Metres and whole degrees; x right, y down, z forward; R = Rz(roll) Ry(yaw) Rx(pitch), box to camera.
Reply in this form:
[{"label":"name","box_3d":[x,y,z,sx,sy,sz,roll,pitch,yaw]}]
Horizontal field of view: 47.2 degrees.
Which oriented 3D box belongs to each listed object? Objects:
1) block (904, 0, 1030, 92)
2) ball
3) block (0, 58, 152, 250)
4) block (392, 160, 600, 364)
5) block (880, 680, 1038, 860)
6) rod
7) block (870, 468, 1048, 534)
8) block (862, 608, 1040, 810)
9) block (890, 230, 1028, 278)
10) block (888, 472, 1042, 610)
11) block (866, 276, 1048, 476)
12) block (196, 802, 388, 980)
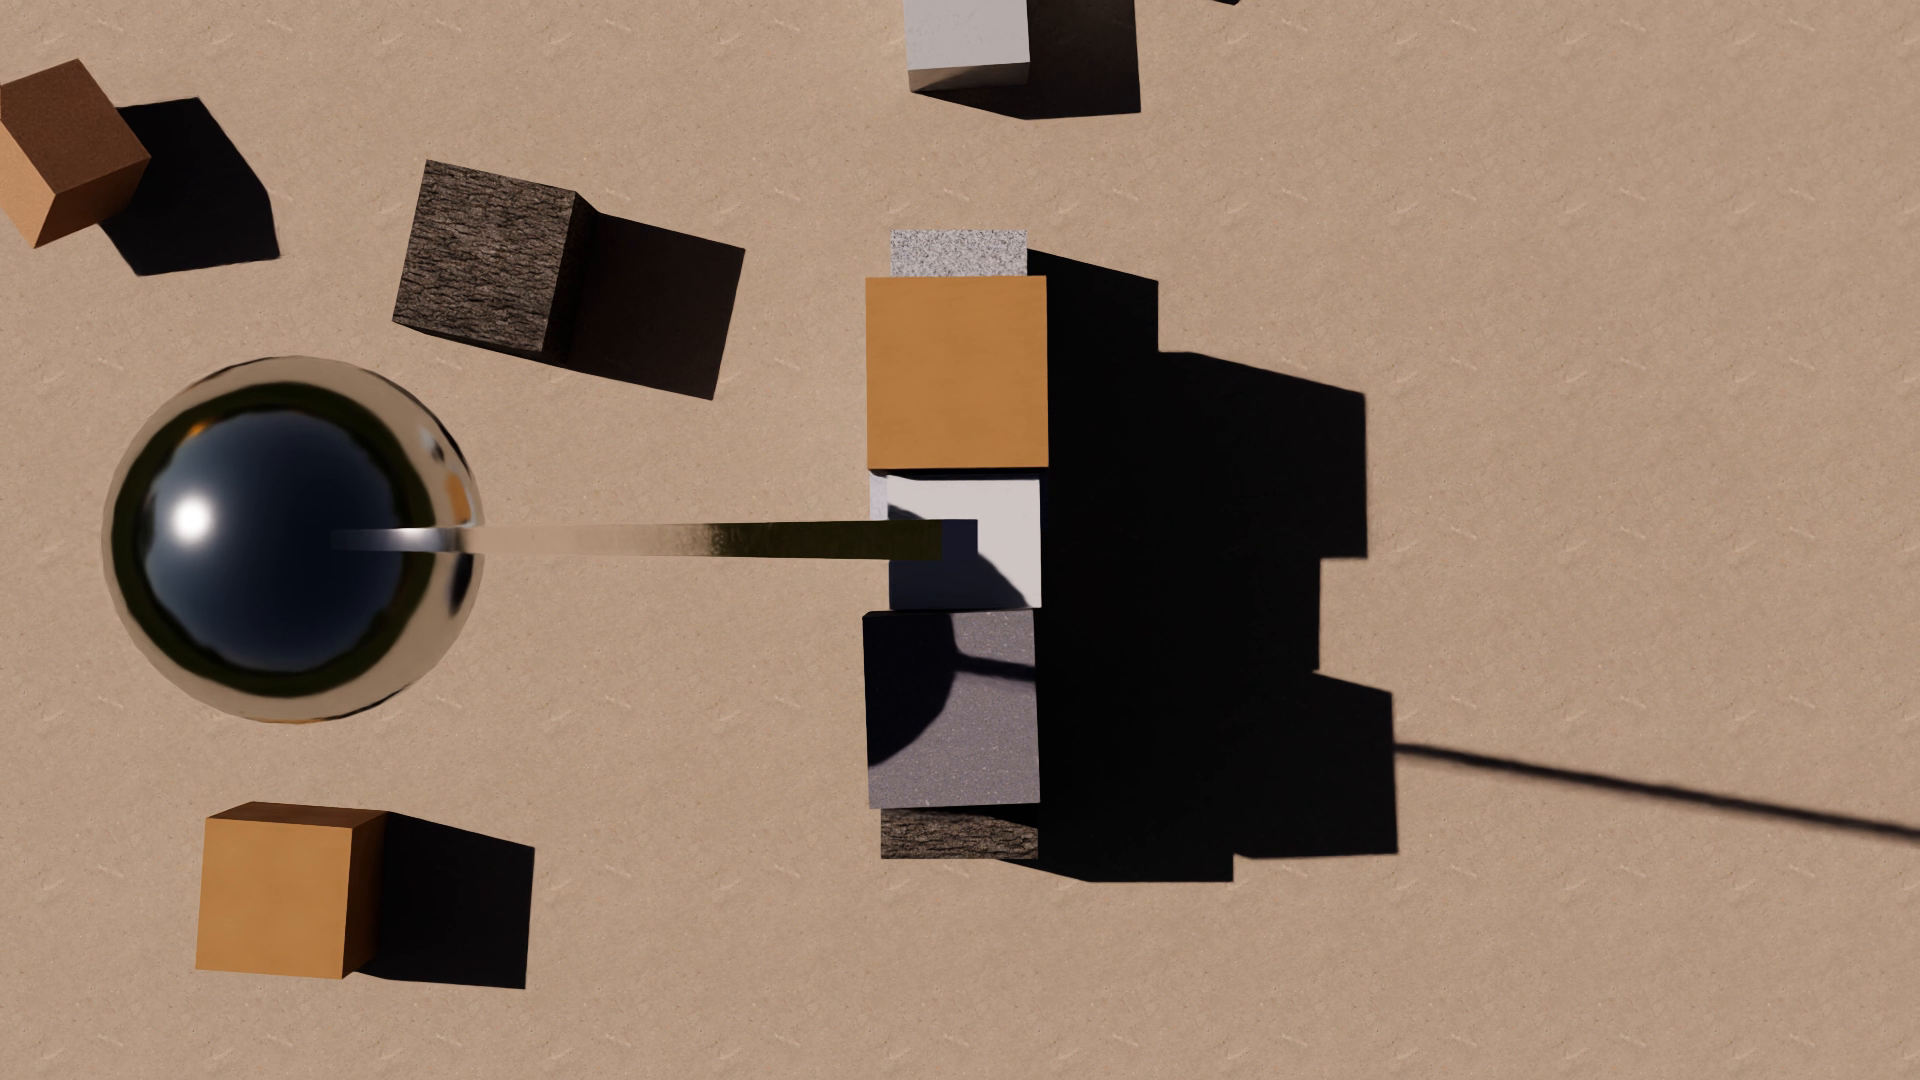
[{"label":"block","box_3d":[0.028,-3.012,12.694,0.691,0.613,0.685,-4,90,0]},{"label":"ball","box_3d":[-2.865,0.000,9.523,1.600,1.600,1.600,0,90,0]},{"label":"block","box_3d":[-5.167,-2.206,12.563,0.622,0.617,0.700,-37,90,-40]},{"label":"block","box_3d":[-2.646,-1.577,12.609,0.850,0.782,0.922,12,90,0]},{"label":"block","box_3d":[-0.005,1.246,12.460,0.851,1.081,0.965,0,90,0]},{"label":"rod","box_3d":[-1.242,0.000,6.536,0.080,5.200,0.080,0,90,-29]},{"label":"block","box_3d":[-0.004,-0.499,12.584,0.988,0.833,0.918,0,90,0]},{"label":"block","box_3d":[-0.045,0.851,11.470,0.857,0.897,0.964,-2,90,0]},{"label":"block","box_3d":[-0.007,-1.350,12.639,0.762,0.721,0.764,0,90,0]},{"label":"block","box_3d":[0.022,-0.001,11.812,0.793,0.713,0.702,-1,91,0]},{"label":"block","box_3d":[-0.016,-0.854,11.699,0.924,0.935,0.978,-1,90,0]},{"label":"block","box_3d":[-3.813,1.993,12.609,0.816,0.781,0.844,4,90,0]}]
